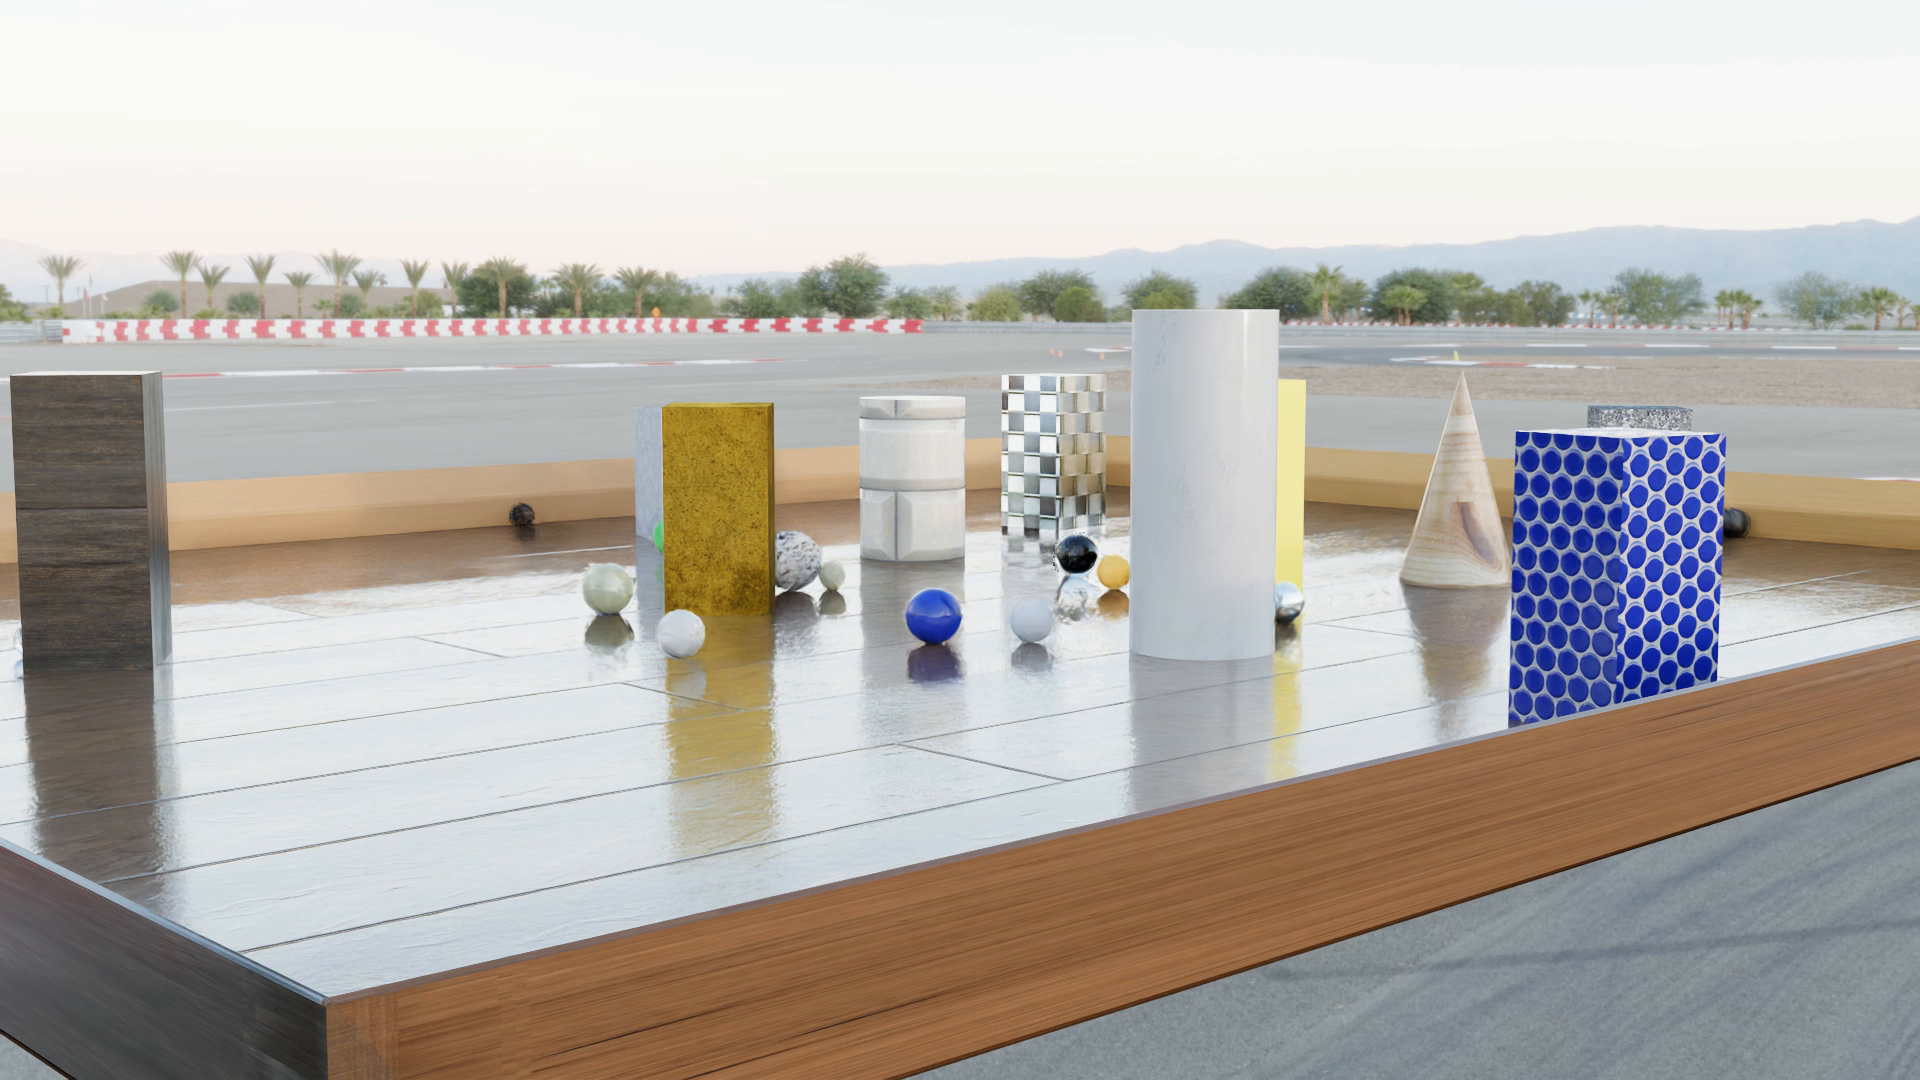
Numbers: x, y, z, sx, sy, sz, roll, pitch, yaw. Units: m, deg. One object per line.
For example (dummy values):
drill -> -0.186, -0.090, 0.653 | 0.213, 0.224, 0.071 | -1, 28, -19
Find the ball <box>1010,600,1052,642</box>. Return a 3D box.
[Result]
ball -> 0.095, 0.108, 2.931 | 0.058, 0.058, 0.058 | 0, 6, 0

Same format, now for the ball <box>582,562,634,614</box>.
ball -> -0.513, 0.071, 3.201 | 0.076, 0.076, 0.076 | 0, 6, 0

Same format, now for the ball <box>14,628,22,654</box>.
ball -> -1.192, 0.128, 2.820 | 0.041, 0.041, 0.041 | 0, 6, 0

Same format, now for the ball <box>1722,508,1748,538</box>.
ball -> 1.496, -0.032, 4.256 | 0.058, 0.058, 0.058 | 0, 6, 0

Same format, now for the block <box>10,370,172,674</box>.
block -> -1.084, -0.027, 2.753 | 0.151, 0.364, 0.151 | -1, 6, -11

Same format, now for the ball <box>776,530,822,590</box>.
ball -> -0.266, 0.033, 3.469 | 0.095, 0.095, 0.095 | 0, 6, 0

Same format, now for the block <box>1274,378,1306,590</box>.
block -> 0.429, -0.083, 3.427 | 0.151, 0.334, 0.151 | -3, 7, -27

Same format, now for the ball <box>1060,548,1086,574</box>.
ball -> 0.190, 0.035, 3.698 | 0.043, 0.043, 0.043 | 0, 6, 0

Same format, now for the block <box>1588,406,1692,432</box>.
block -> 1.175, -0.094, 3.821 | 0.151, 0.272, 0.151 | 1, 6, 8

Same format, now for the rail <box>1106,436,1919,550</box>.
rail -> 1.297, -0.094, 4.522 | 0.045, 0.123, 3.008 | -6, 8, -42

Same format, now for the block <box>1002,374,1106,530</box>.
block -> 0.192, -0.183, 4.498 | 0.151, 0.308, 0.151 | 5, 8, 41

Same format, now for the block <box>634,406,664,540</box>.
block -> -0.535, -0.132, 4.280 | 0.151, 0.251, 0.151 | -3, 7, -28

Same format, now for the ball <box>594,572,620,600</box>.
ball -> -0.541, 0.070, 3.371 | 0.041, 0.041, 0.041 | 0, 6, 0

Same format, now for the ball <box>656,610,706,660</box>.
ball -> -0.355, 0.120, 2.796 | 0.063, 0.063, 0.063 | 0, 6, 0

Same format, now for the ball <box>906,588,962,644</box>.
ball -> -0.035, 0.101, 2.919 | 0.075, 0.075, 0.075 | 0, 6, 0

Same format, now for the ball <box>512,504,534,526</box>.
ball -> -0.892, -0.051, 4.486 | 0.047, 0.047, 0.047 | 0, 6, 0

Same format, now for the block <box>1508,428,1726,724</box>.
block -> 0.699, 0.041, 2.347 | 0.151, 0.313, 0.151 | -4, 7, -30

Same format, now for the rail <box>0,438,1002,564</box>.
rail -> -1.004, -0.082, 4.414 | 3.576, 0.123, 0.045 | -6, 8, -42

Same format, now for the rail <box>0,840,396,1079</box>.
rail -> -1.297, 0.158, 2.142 | 0.045, 0.123, 3.008 | -6, 8, -42

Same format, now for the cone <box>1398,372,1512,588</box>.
cone -> 0.812, -0.105, 3.572 | 0.189, 0.346, 0.189 | 0, 6, 0

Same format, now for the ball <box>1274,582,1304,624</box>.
ball -> 0.457, 0.088, 3.108 | 0.060, 0.060, 0.060 | 0, 6, 0

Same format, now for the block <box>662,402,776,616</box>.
block -> -0.354, -0.049, 3.251 | 0.151, 0.302, 0.151 | 0, 6, -1

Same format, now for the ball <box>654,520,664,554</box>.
ball -> -0.510, -0.006, 3.927 | 0.075, 0.075, 0.075 | 0, 6, 0

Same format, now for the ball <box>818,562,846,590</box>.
ball -> -0.202, 0.057, 3.481 | 0.044, 0.044, 0.044 | 0, 6, 0

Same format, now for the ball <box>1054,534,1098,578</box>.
ball -> 0.192, 0.026, 3.635 | 0.073, 0.073, 0.073 | 0, 6, 0

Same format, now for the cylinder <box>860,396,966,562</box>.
cylinder -> -0.085, -0.113, 3.947 | 0.189, 0.284, 0.189 | 0, 6, 0

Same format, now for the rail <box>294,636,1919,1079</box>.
rail -> 1.004, 0.146, 2.250 | 3.576, 0.123, 0.045 | -6, 8, -42

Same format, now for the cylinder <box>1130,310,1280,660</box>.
cylinder -> 0.316, -0.077, 2.856 | 0.189, 0.442, 0.189 | 0, 6, 0

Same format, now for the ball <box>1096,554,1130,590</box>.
ball -> 0.245, 0.051, 3.487 | 0.056, 0.056, 0.056 | 0, 6, 0
